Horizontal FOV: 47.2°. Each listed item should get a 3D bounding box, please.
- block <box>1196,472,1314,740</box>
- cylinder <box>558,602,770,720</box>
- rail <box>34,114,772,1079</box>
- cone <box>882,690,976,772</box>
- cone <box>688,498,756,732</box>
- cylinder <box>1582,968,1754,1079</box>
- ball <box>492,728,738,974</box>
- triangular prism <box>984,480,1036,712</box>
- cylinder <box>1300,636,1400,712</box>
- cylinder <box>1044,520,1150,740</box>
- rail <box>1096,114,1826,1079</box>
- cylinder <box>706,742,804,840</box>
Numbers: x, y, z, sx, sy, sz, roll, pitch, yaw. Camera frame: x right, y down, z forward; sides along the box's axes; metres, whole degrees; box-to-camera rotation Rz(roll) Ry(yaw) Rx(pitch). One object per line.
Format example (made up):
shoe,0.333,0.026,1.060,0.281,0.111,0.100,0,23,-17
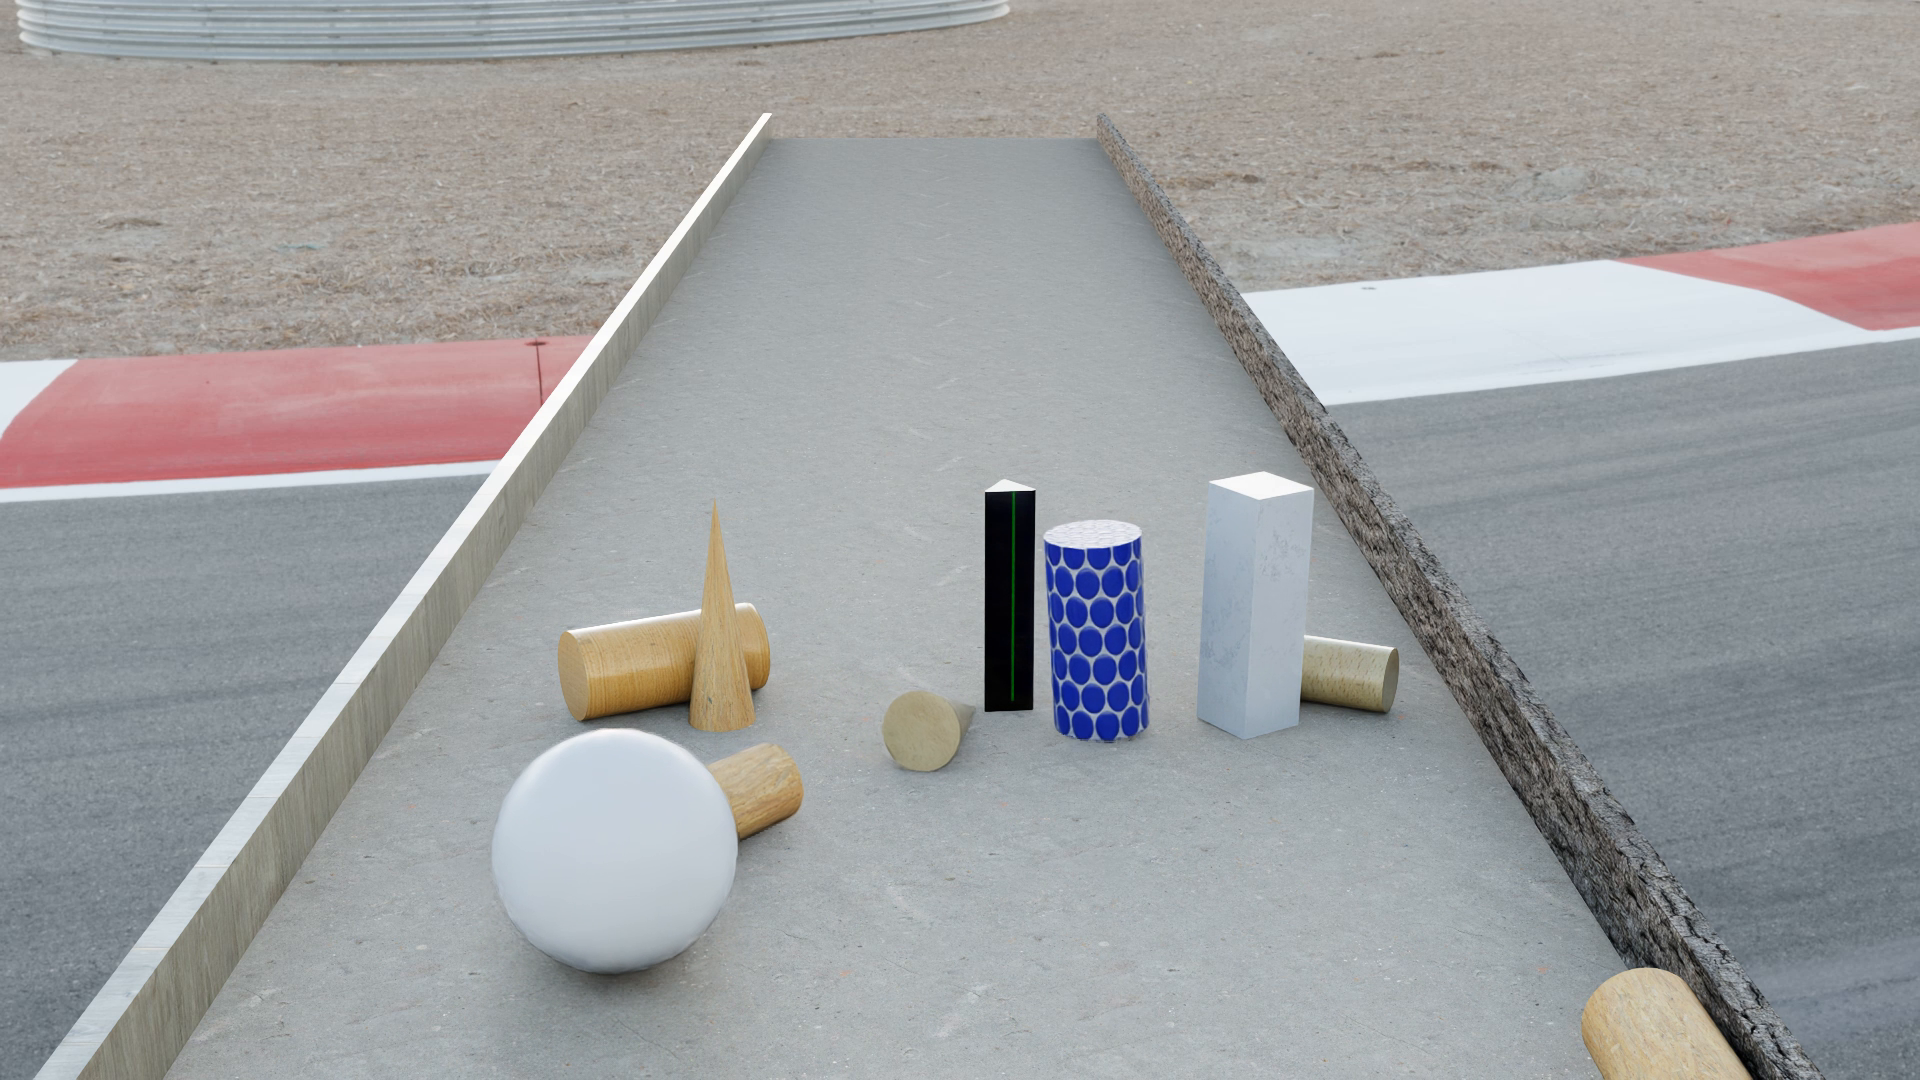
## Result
block,0.538,0.119,4.021,0.134,0.455,0.134,-11,21,-33
cylinder,-0.560,0.228,4.166,0.363,0.169,0.169,-9,19,-28
rail,-1.118,-0.838,7.780,0.050,0.150,12.000,0,17,-1
cone,-0.019,0.325,4.010,0.144,0.144,0.325,5,5,17
cone,-0.444,0.127,4.040,0.126,0.433,0.126,0,17,0
cylinder,0.886,0.684,2.654,0.155,0.155,0.415,0,17,-1
ball,-0.491,0.442,3.133,0.346,0.346,0.346,0,17,0
triangular prism,0.087,0.104,4.121,0.092,0.430,0.079,-2,17,-7
cylinder,0.668,0.245,4.188,0.310,0.123,0.123,8,18,24
cylinder,0.251,0.164,4.017,0.176,0.365,0.176,-4,17,1
rail,0.932,-0.844,7.801,0.050,0.150,12.000,0,17,-1
cylinder,-0.443,0.446,3.499,0.131,0.131,0.425,13,21,38
